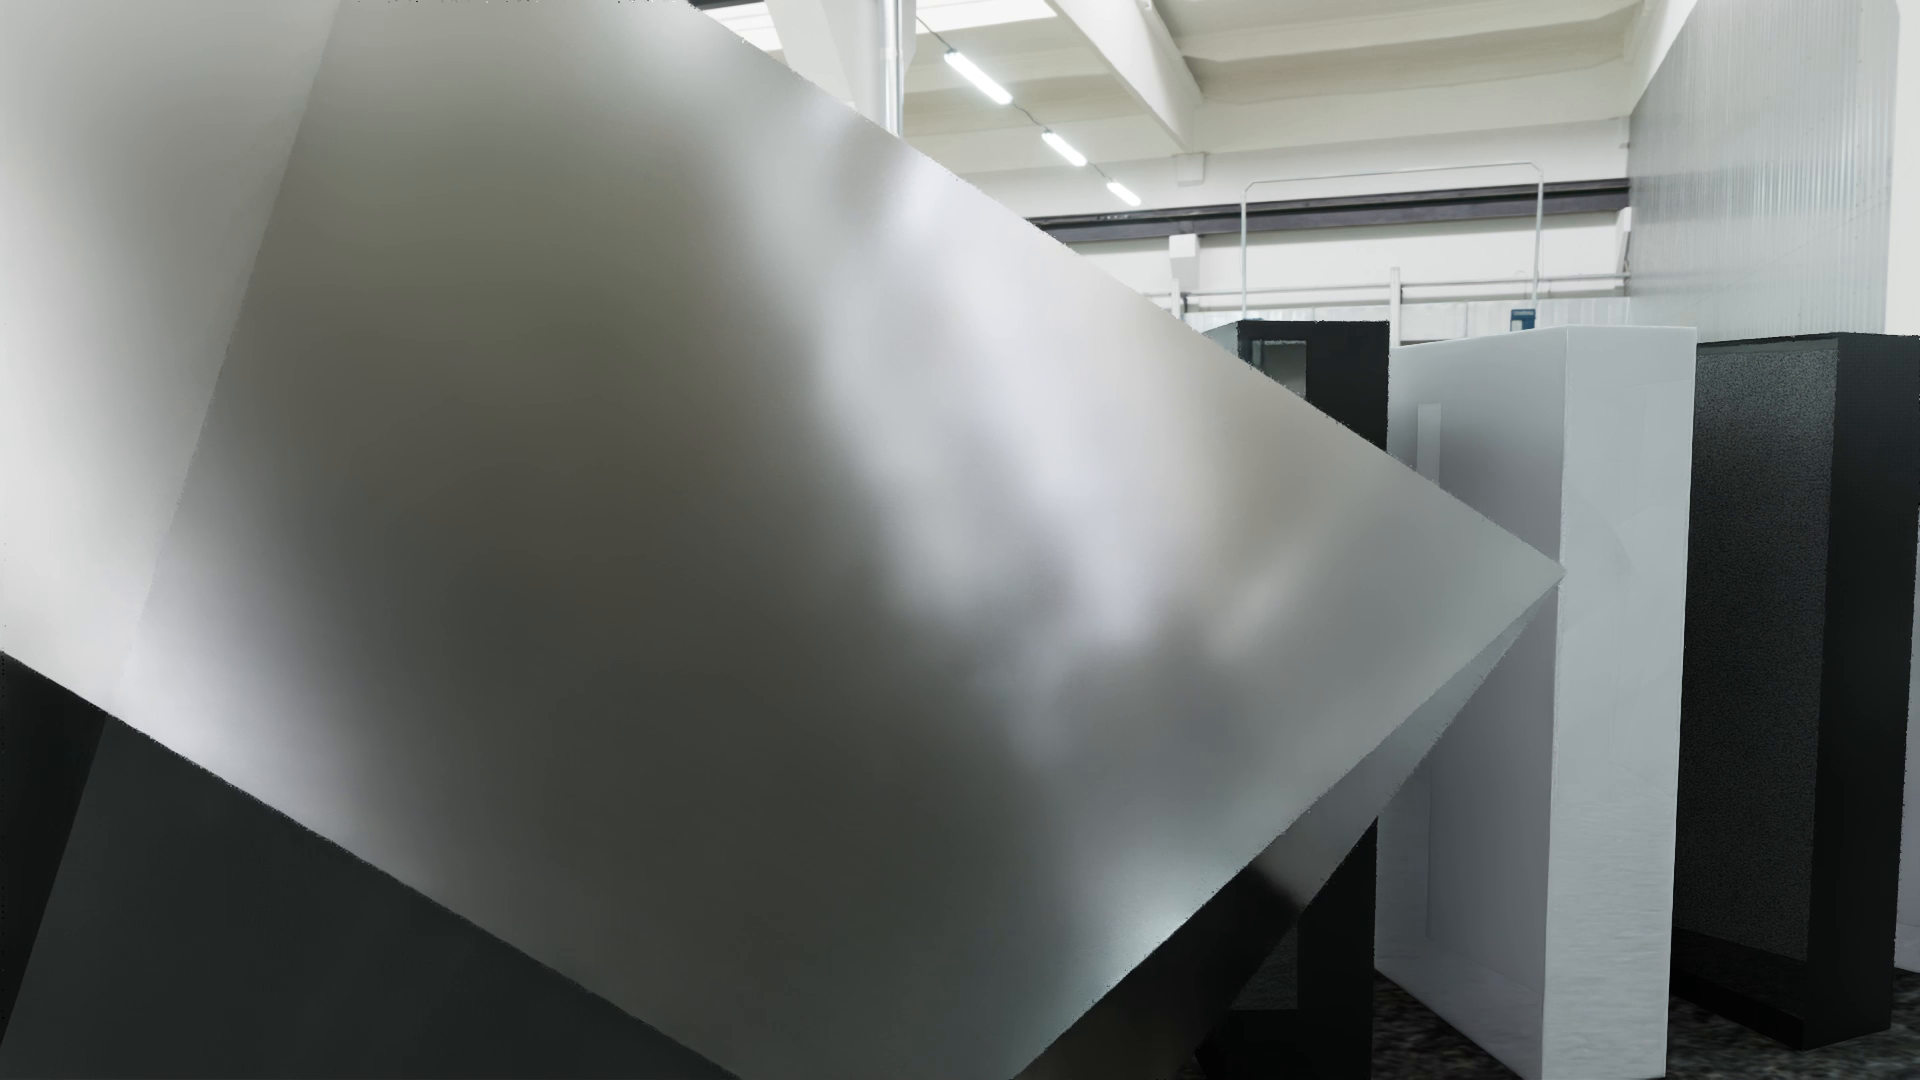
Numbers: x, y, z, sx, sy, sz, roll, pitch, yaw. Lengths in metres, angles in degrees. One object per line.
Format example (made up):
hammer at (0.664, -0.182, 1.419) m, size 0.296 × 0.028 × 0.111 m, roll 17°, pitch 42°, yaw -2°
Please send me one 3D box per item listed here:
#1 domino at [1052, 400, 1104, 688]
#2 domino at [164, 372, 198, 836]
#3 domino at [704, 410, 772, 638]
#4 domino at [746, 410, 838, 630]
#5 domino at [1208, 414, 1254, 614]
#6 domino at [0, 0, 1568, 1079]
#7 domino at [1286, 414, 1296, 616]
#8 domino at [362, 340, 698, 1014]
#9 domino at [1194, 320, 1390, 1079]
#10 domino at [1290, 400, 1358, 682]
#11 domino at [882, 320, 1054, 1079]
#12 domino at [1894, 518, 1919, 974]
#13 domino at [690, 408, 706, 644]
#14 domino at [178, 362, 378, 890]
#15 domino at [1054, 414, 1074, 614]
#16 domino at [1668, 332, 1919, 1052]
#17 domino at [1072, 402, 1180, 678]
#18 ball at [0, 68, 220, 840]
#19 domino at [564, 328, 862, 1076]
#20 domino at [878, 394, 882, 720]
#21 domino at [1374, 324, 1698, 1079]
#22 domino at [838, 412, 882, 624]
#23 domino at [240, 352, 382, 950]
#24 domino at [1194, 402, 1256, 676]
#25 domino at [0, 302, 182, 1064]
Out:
domino at (0.014, 0.000, 0.235) m, size 0.009 × 0.050 × 0.025 m, roll -3°, pitch 5°, yaw -37°
domino at (-0.076, 0.006, 0.148) m, size 0.025 × 0.050 × 0.009 m, roll -3°, pitch 5°, yaw -31°
domino at (-0.054, -0.004, 0.292) m, size 0.025 × 0.050 × 0.009 m, roll 4°, pitch 6°, yaw 44°
domino at (-0.040, -0.005, 0.305) m, size 0.009 × 0.050 × 0.025 m, roll -3°, pitch 6°, yaw -39°
domino at (0.070, -0.007, 0.332) m, size 0.009 × 0.050 × 0.025 m, roll 1°, pitch 4°, yaw 9°
domino at (-0.019, 0.019, 0.005) m, size 0.009 × 0.050 × 0.025 m, roll 38°, pitch 21°, yaw 22°
domino at (0.089, -0.007, 0.328) m, size 0.010 × 0.050 × 0.025 m, roll 1°, pitch 4°, yaw 15°
domino at (-0.035, 0.010, 0.107) m, size 0.009 × 0.050 × 0.025 m, roll 3°, pitch 5°, yaw 33°
domino at (0.021, 0.011, 0.093) m, size 0.009 × 0.050 × 0.025 m, roll 0°, pitch 4°, yaw -4°
domino at (0.069, 0.000, 0.240) m, size 0.009 × 0.050 × 0.025 m, roll 2°, pitch 5°, yaw 22°
domino at (0.001, 0.011, 0.093) m, size 0.009 × 0.050 × 0.025 m, roll 1°, pitch 4°, yaw 7°
domino at (0.075, 0.009, 0.111) m, size 0.009 × 0.050 × 0.025 m, roll -3°, pitch 6°, yaw -39°
domino at (-0.067, -0.003, 0.277) m, size 0.025 × 0.050 × 0.009 m, roll 3°, pitch 5°, yaw 37°
domino at (-0.064, 0.008, 0.132) m, size 0.025 × 0.050 × 0.009 m, roll -4°, pitch 6°, yaw -41°
domino at (0.031, -0.007, 0.334) m, size 0.009 × 0.050 × 0.025 m, roll 0°, pitch 4°, yaw -3°
domino at (0.059, 0.010, 0.101) m, size 0.009 × 0.050 × 0.025 m, roll -2°, pitch 5°, yaw -22°
domino at (0.031, -0.001, 0.244) m, size 0.010 × 0.050 × 0.025 m, roll -1°, pitch 5°, yaw -19°
ball at (-0.092, -0.003, 0.080) m, size 0.080 × 0.080 × 0.080 m, roll 0°, pitch 4°, yaw 0°
domino at (-0.017, 0.010, 0.098) m, size 0.009 × 0.050 × 0.025 m, roll 2°, pitch 5°, yaw 22°
domino at (0.000, 0.002, 0.201) m, size 0.025 × 0.050 × 0.009 m, roll 0°, pitch 4°, yaw 0°
domino at (0.040, 0.010, 0.096) m, size 0.010 × 0.050 × 0.025 m, roll -1°, pitch 4°, yaw -13°
domino at (-0.024, -0.006, 0.316) m, size 0.009 × 0.050 × 0.025 m, roll -3°, pitch 5°, yaw -32°
domino at (-0.050, 0.009, 0.119) m, size 0.009 × 0.050 × 0.025 m, roll 4°, pitch 6°, yaw 40°
domino at (0.050, -0.001, 0.246) m, size 0.009 × 0.050 × 0.025 m, roll 1°, pitch 4°, yaw 8°
domino at (-0.028, 0.018, 0.011) m, size 0.009 × 0.050 × 0.025 m, roll 38°, pitch 21°, yaw 22°
